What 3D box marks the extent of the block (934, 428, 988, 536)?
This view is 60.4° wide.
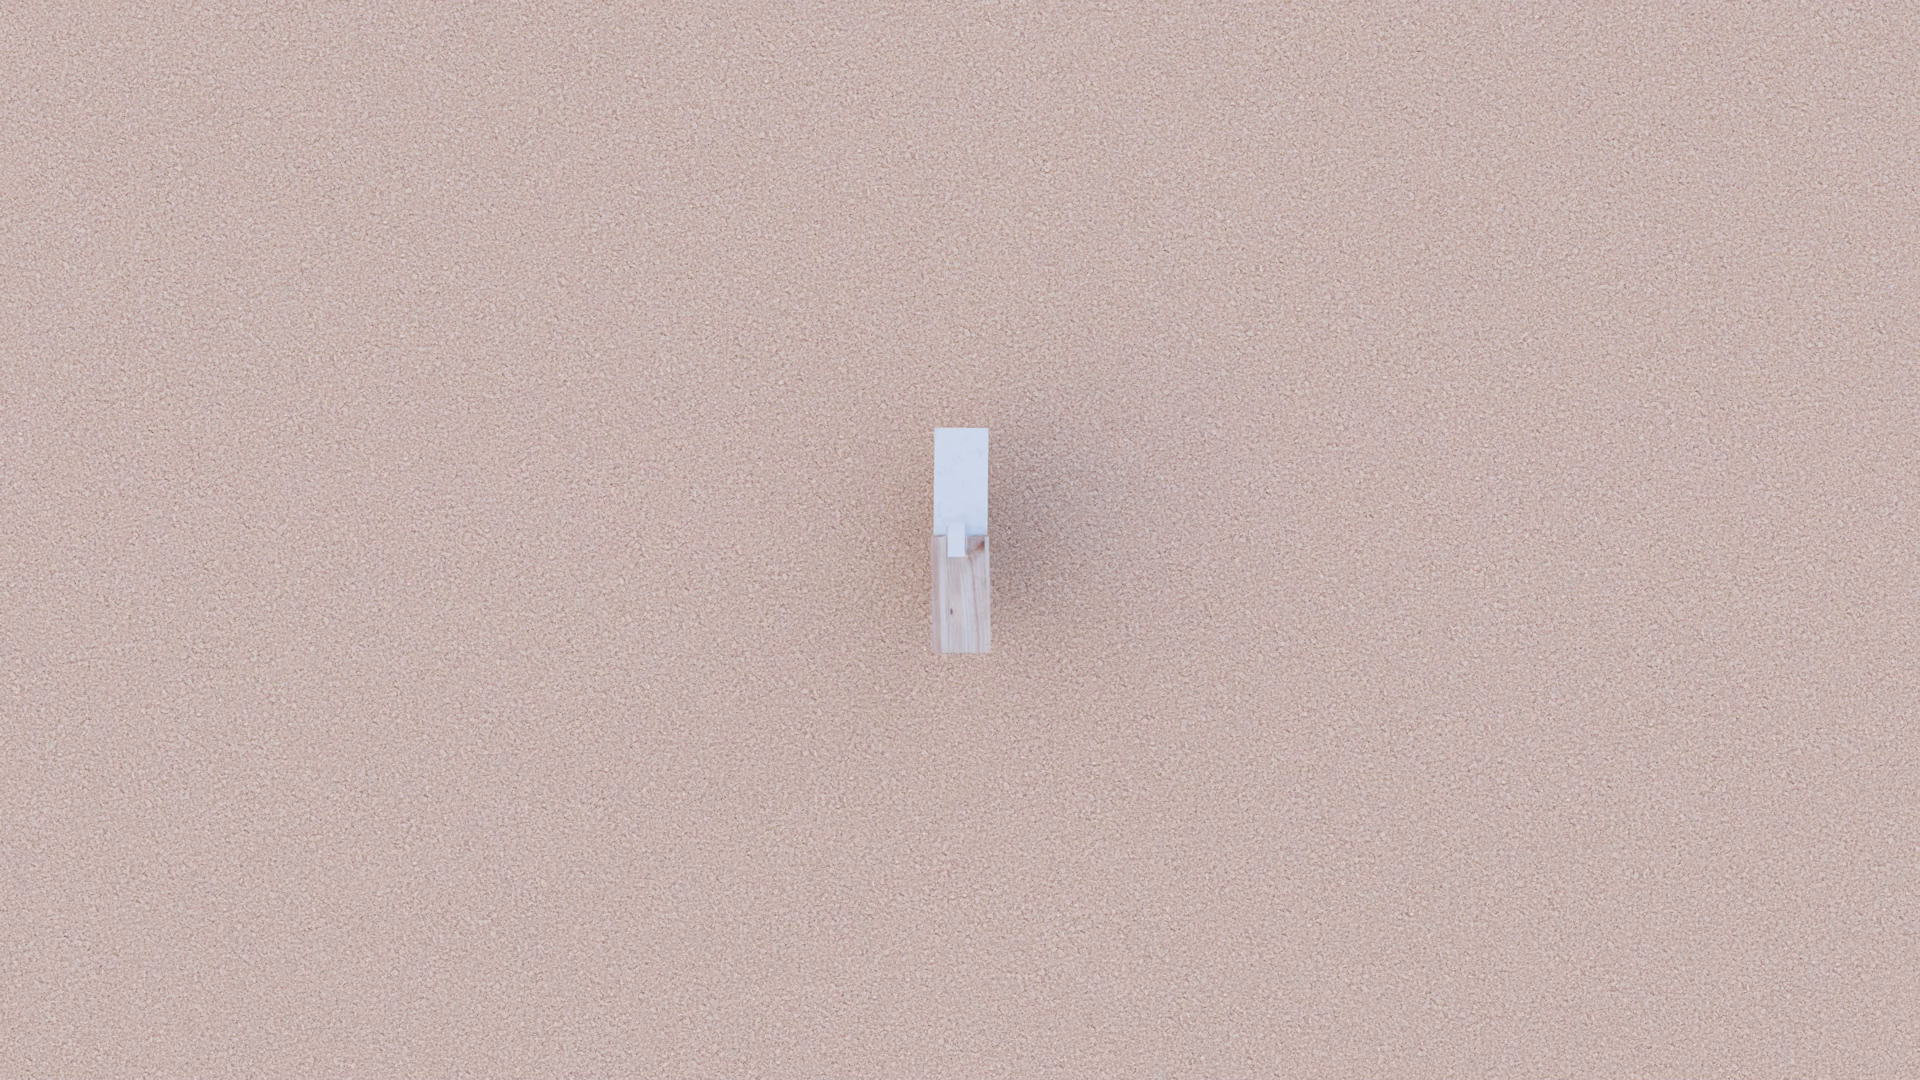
[{"bbox_3d":[0.003,-0.173,4.903,0.159,0.045,0.318,1,90,0],"label":"block"}]

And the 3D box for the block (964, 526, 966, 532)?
[{"bbox_3d":[-0.009,-0.033,4.816,0.049,0.127,0.014,1,90,1],"label":"block"}]

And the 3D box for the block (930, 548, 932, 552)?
[{"bbox_3d":[-0.001,0.046,5.091,0.171,0.383,0.048,-1,90,0],"label":"block"}]

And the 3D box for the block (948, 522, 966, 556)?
[{"bbox_3d":[-0.010,-0.001,4.746,0.049,0.014,0.097,0,90,1],"label":"block"}]

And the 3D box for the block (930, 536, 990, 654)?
[{"bbox_3d":[0.002,0.161,4.875,0.171,0.048,0.341,-1,90,0],"label":"block"}]

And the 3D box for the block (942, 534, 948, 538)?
[{"bbox_3d":[-0.007,-0.002,5.296,0.095,0.027,0.191,0,90,0],"label":"block"}]
